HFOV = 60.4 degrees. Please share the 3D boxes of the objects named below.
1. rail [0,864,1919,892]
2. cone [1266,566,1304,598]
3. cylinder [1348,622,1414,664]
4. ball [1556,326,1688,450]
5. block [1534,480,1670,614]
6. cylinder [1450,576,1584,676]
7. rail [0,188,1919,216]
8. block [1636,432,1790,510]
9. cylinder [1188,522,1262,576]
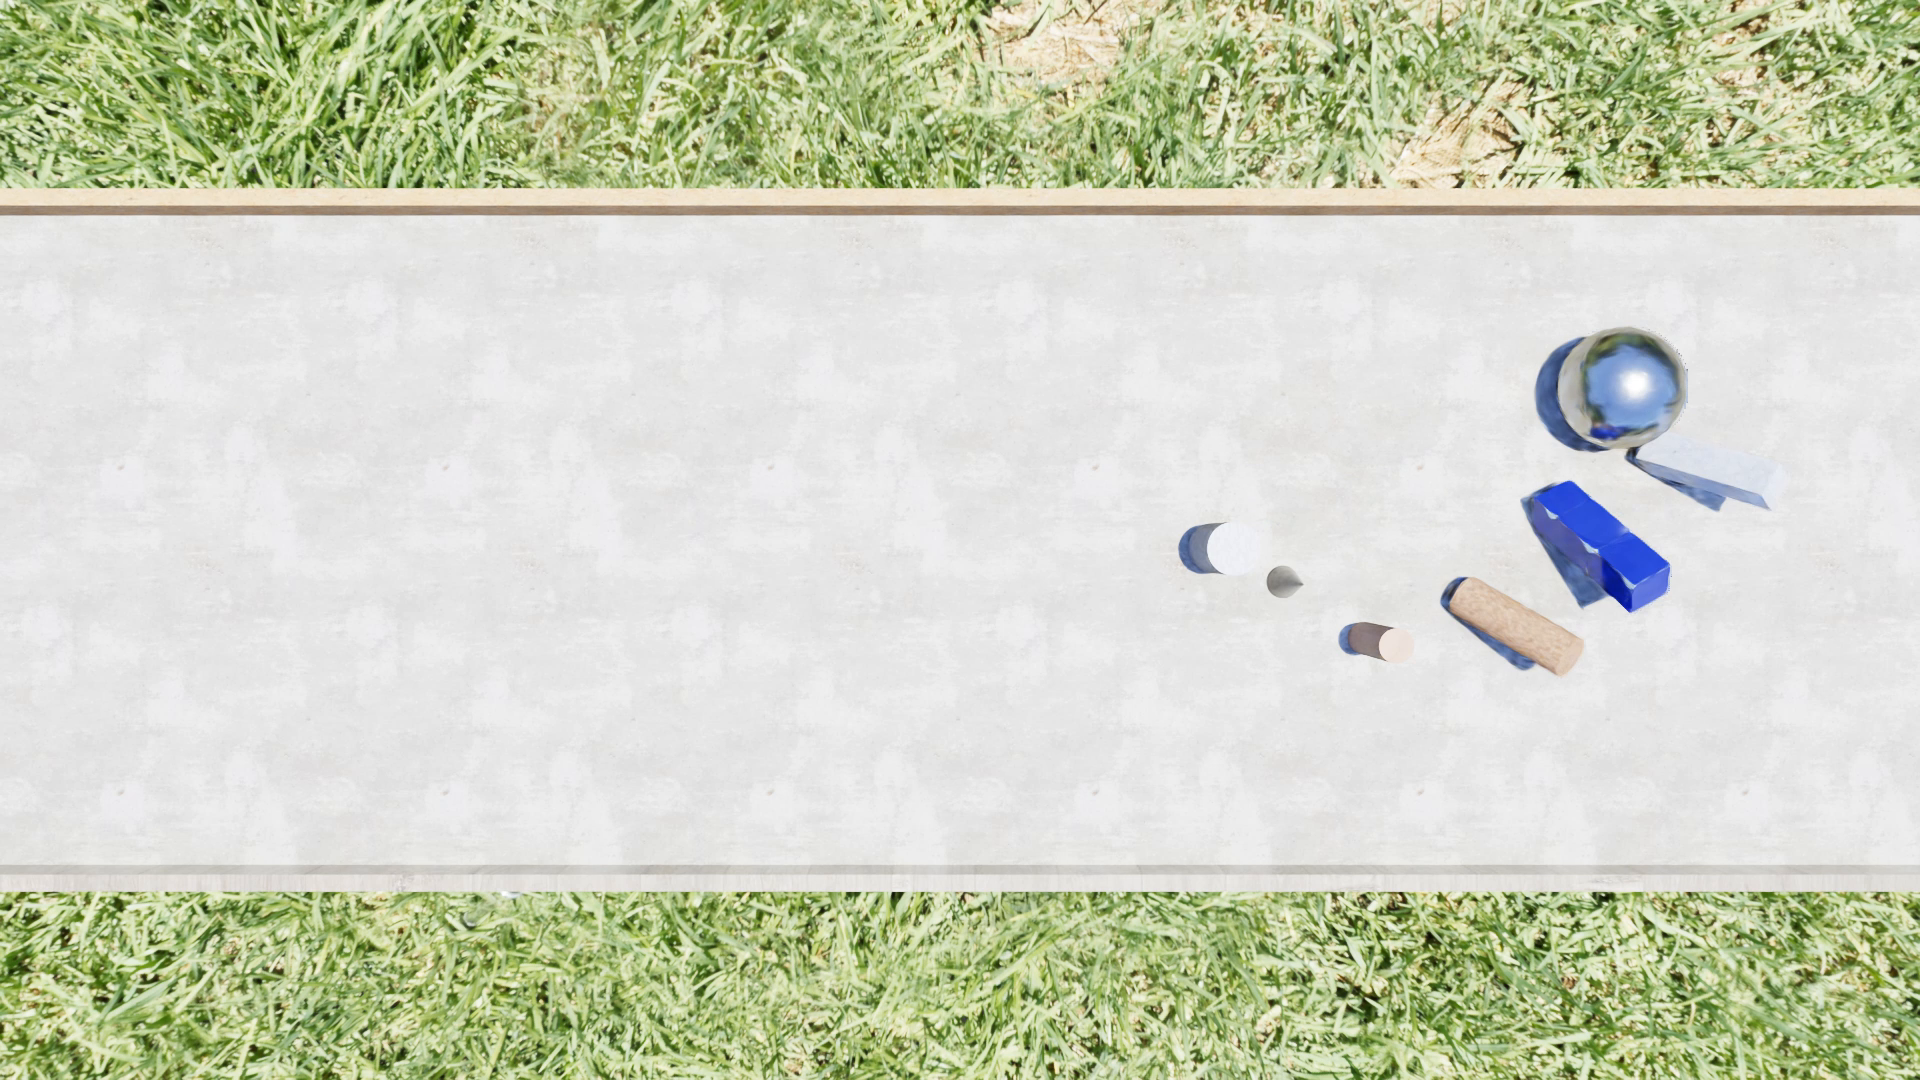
[{"bbox_3d":[-2.247,1.025,5.001,12.000,0.150,0.050,0,90,0],"label":"rail"},{"bbox_3d":[0.993,0.129,4.917,0.101,0.318,0.101,0,90,0],"label":"cone"},{"bbox_3d":[1.243,0.302,4.886,0.100,0.381,0.100,0,90,0],"label":"cylinder"},{"bbox_3d":[1.962,-0.451,4.896,0.361,0.361,0.361,0,90,0],"label":"ball"},{"bbox_3d":[1.889,0.013,4.874,0.128,0.128,0.426,-27,46,-9],"label":"block"},{"bbox_3d":[1.654,0.255,4.910,0.377,0.128,0.128,36,90,38],"label":"cylinder"},{"bbox_3d":[-2.247,-1.025,5.002,12.000,0.150,0.050,0,90,0],"label":"rail"},{"bbox_3d":[2.227,-0.214,4.892,0.107,0.396,0.107,34,85,-43],"label":"block"},{"bbox_3d":[0.779,0.025,4.880,0.154,0.393,0.154,0,90,0],"label":"cylinder"}]
